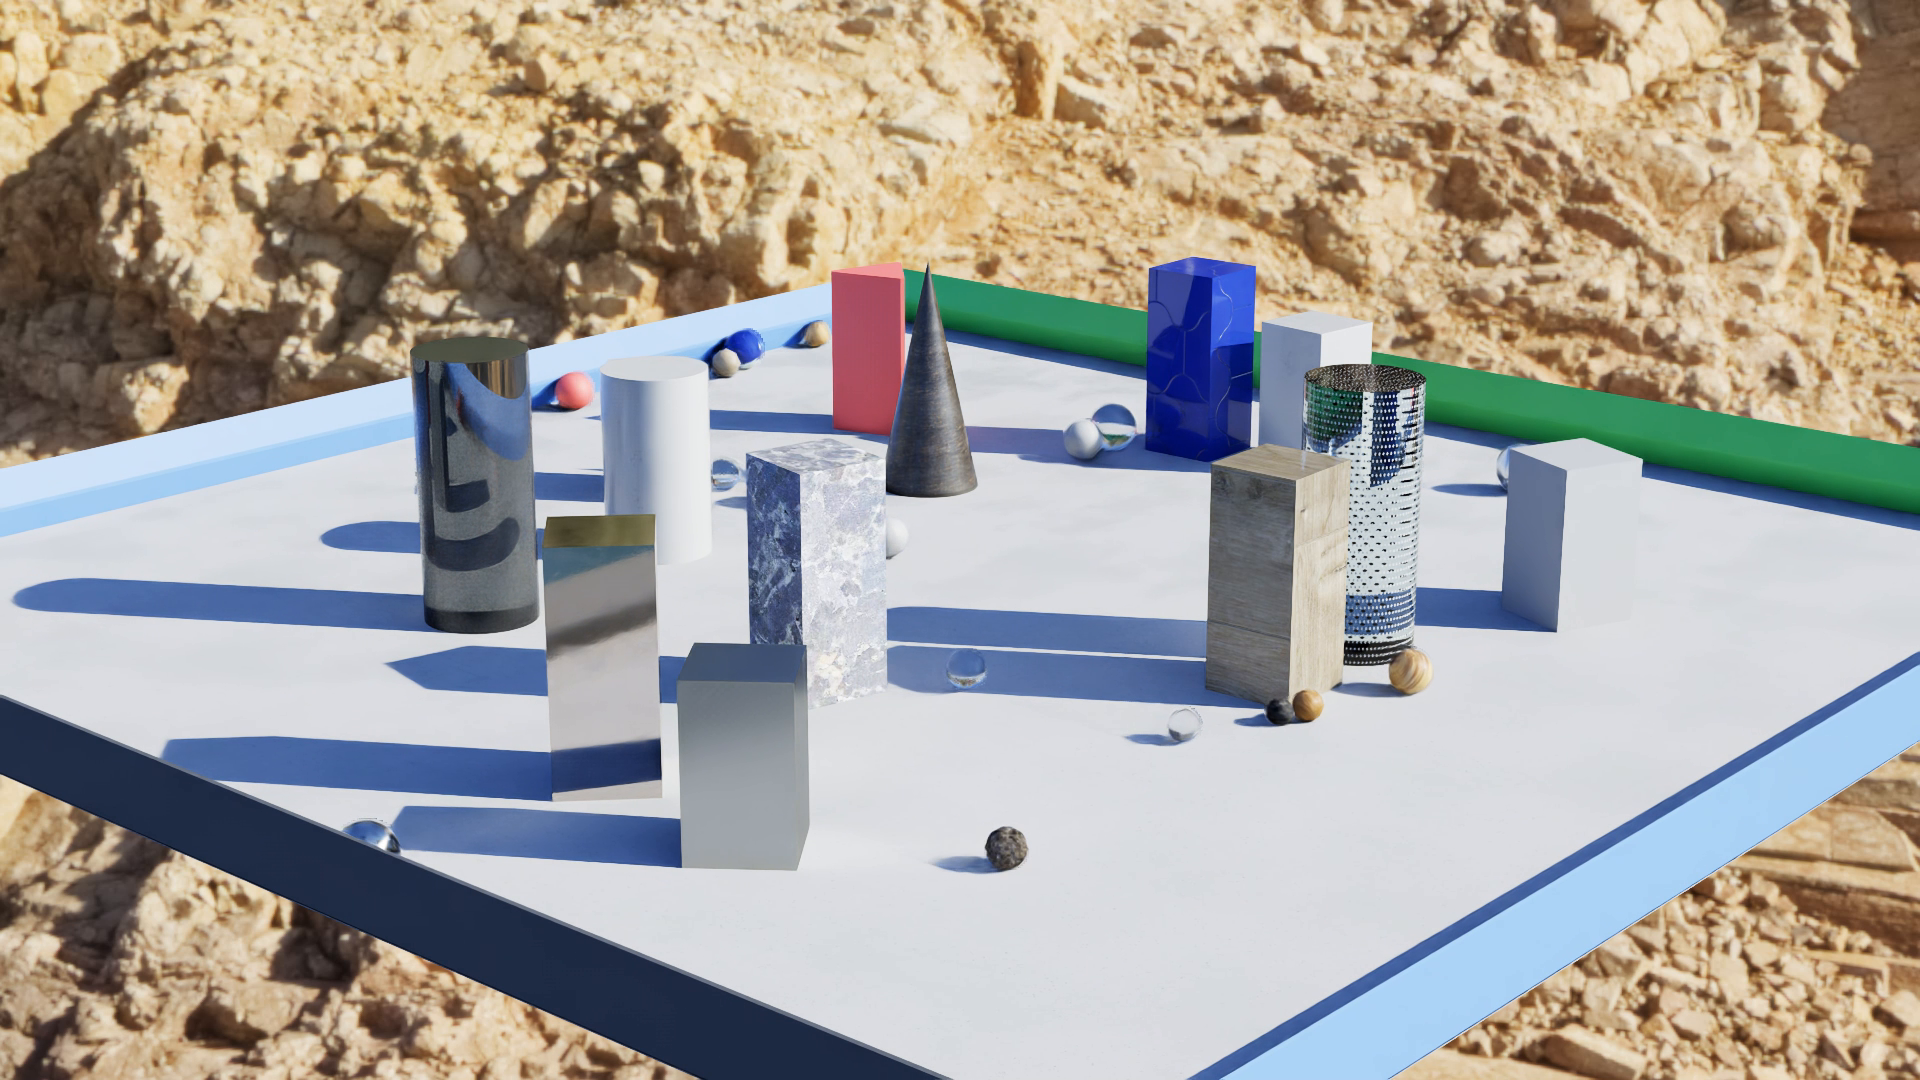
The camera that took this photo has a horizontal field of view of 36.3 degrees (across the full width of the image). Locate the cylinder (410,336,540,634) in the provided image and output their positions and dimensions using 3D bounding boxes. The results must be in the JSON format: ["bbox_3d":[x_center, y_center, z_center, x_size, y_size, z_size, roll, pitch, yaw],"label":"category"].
[{"bbox_3d":[-0.817,-0.093,4.950,0.196,0.467,0.196,0,17,0],"label":"cylinder"}]

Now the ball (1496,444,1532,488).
[{"bbox_3d":[1.100,-0.141,5.748,0.098,0.098,0.098,0,17,0],"label":"ball"}]

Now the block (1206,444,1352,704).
[{"bbox_3d":[0.500,0.056,4.620,0.157,0.372,0.157,13,21,37],"label":"block"}]

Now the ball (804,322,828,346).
[{"bbox_3d":[-0.342,-0.489,6.970,0.058,0.058,0.058,0,17,0],"label":"ball"}]

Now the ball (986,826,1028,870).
[{"bbox_3d":[0.063,0.416,3.969,0.058,0.058,0.058,0,17,0],"label":"ball"}]

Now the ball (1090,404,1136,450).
[{"bbox_3d":[0.316,-0.233,6.052,0.098,0.098,0.098,0,17,0],"label":"ball"}]

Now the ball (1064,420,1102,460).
[{"bbox_3d":[0.252,-0.204,5.987,0.080,0.080,0.080,0,17,0],"label":"ball"}]

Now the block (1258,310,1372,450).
[{"bbox_3d":[0.717,-0.297,5.926,0.157,0.293,0.157,-15,22,-41],"label":"block"}]

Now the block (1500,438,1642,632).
[{"bbox_3d":[1.040,-0.010,4.992,0.157,0.283,0.157,-8,19,-25],"label":"block"}]

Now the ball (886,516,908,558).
[{"bbox_3d":[-0.132,-0.007,5.341,0.076,0.076,0.076,0,17,0],"label":"ball"}]

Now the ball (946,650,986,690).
[{"bbox_3d":[0.010,0.206,4.658,0.063,0.063,0.063,0,17,0],"label":"ball"}]

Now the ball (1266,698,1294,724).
[{"bbox_3d":[0.491,0.263,4.504,0.042,0.042,0.042,0,17,0],"label":"ball"}]

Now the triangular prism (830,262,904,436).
[{"bbox_3d":[-0.162,-0.408,6.215,0.170,0.340,0.147,8,19,25],"label":"triangular prism"}]

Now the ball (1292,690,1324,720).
[{"bbox_3d":[0.537,0.254,4.521,0.049,0.049,0.049,0,17,0],"label":"ball"}]

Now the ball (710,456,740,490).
[{"bbox_3d":[-0.465,-0.132,5.774,0.066,0.066,0.066,0,17,0],"label":"ball"}]

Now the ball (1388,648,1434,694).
[{"bbox_3d":[0.713,0.208,4.638,0.071,0.071,0.071,0,17,0],"label":"ball"}]

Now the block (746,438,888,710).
[{"bbox_3d":[-0.225,0.052,4.615,0.157,0.382,0.157,-12,20,-34],"label":"block"}]

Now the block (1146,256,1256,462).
[{"bbox_3d":[0.494,-0.373,6.024,0.157,0.382,0.157,13,21,37],"label":"block"}]

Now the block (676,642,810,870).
[{"bbox_3d":[-0.294,0.294,4.006,0.157,0.270,0.157,1,17,3],"label":"block"}]

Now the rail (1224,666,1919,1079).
[{"bbox_3d":[1.173,0.326,4.145,0.045,0.127,3.160,14,22,39],"label":"rail"}]

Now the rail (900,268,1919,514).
[{"bbox_3d":[1.020,-0.307,6.245,3.154,0.127,0.045,14,22,39],"label":"rail"}]

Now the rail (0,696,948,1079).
[{"bbox_3d":[-1.020,0.371,3.995,3.154,0.127,0.045,14,22,39],"label":"rail"}]

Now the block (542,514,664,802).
[{"bbox_3d":[-0.513,0.169,4.231,0.157,0.380,0.157,-1,17,-5],"label":"block"}]

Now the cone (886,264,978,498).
[{"bbox_3d":[-0.062,-0.327,5.750,0.196,0.452,0.196,0,17,0],"label":"cone"}]

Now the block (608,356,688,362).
[{"bbox_3d":[-0.605,-0.217,5.734,0.157,0.251,0.157,-2,17,-7],"label":"block"}]

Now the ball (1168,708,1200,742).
[{"bbox_3d":[0.339,0.281,4.432,0.050,0.050,0.050,0,17,0],"label":"ball"}]

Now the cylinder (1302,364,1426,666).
[{"bbox_3d":[0.653,-0.042,4.797,0.196,0.458,0.196,0,17,0],"label":"cylinder"}]

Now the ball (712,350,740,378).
[{"bbox_3d":[-0.532,-0.402,6.672,0.064,0.064,0.064,0,17,0],"label":"ball"}]

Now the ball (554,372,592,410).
[{"bbox_3d":[-0.841,-0.324,6.383,0.082,0.082,0.082,0,17,0],"label":"ball"}]

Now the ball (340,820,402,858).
[{"bbox_3d":[-0.790,0.419,3.897,0.093,0.093,0.093,0,17,0],"label":"ball"}]

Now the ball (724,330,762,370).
[{"bbox_3d":[-0.500,-0.439,6.749,0.090,0.090,0.090,0,17,0],"label":"ball"}]

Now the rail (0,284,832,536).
[{"bbox_3d":[-1.173,-0.262,6.095,0.045,0.127,3.160,14,22,39],"label":"rail"}]

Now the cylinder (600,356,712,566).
[{"bbox_3d":[-0.553,-0.147,5.342,0.196,0.343,0.196,0,17,0],"label":"cylinder"}]
